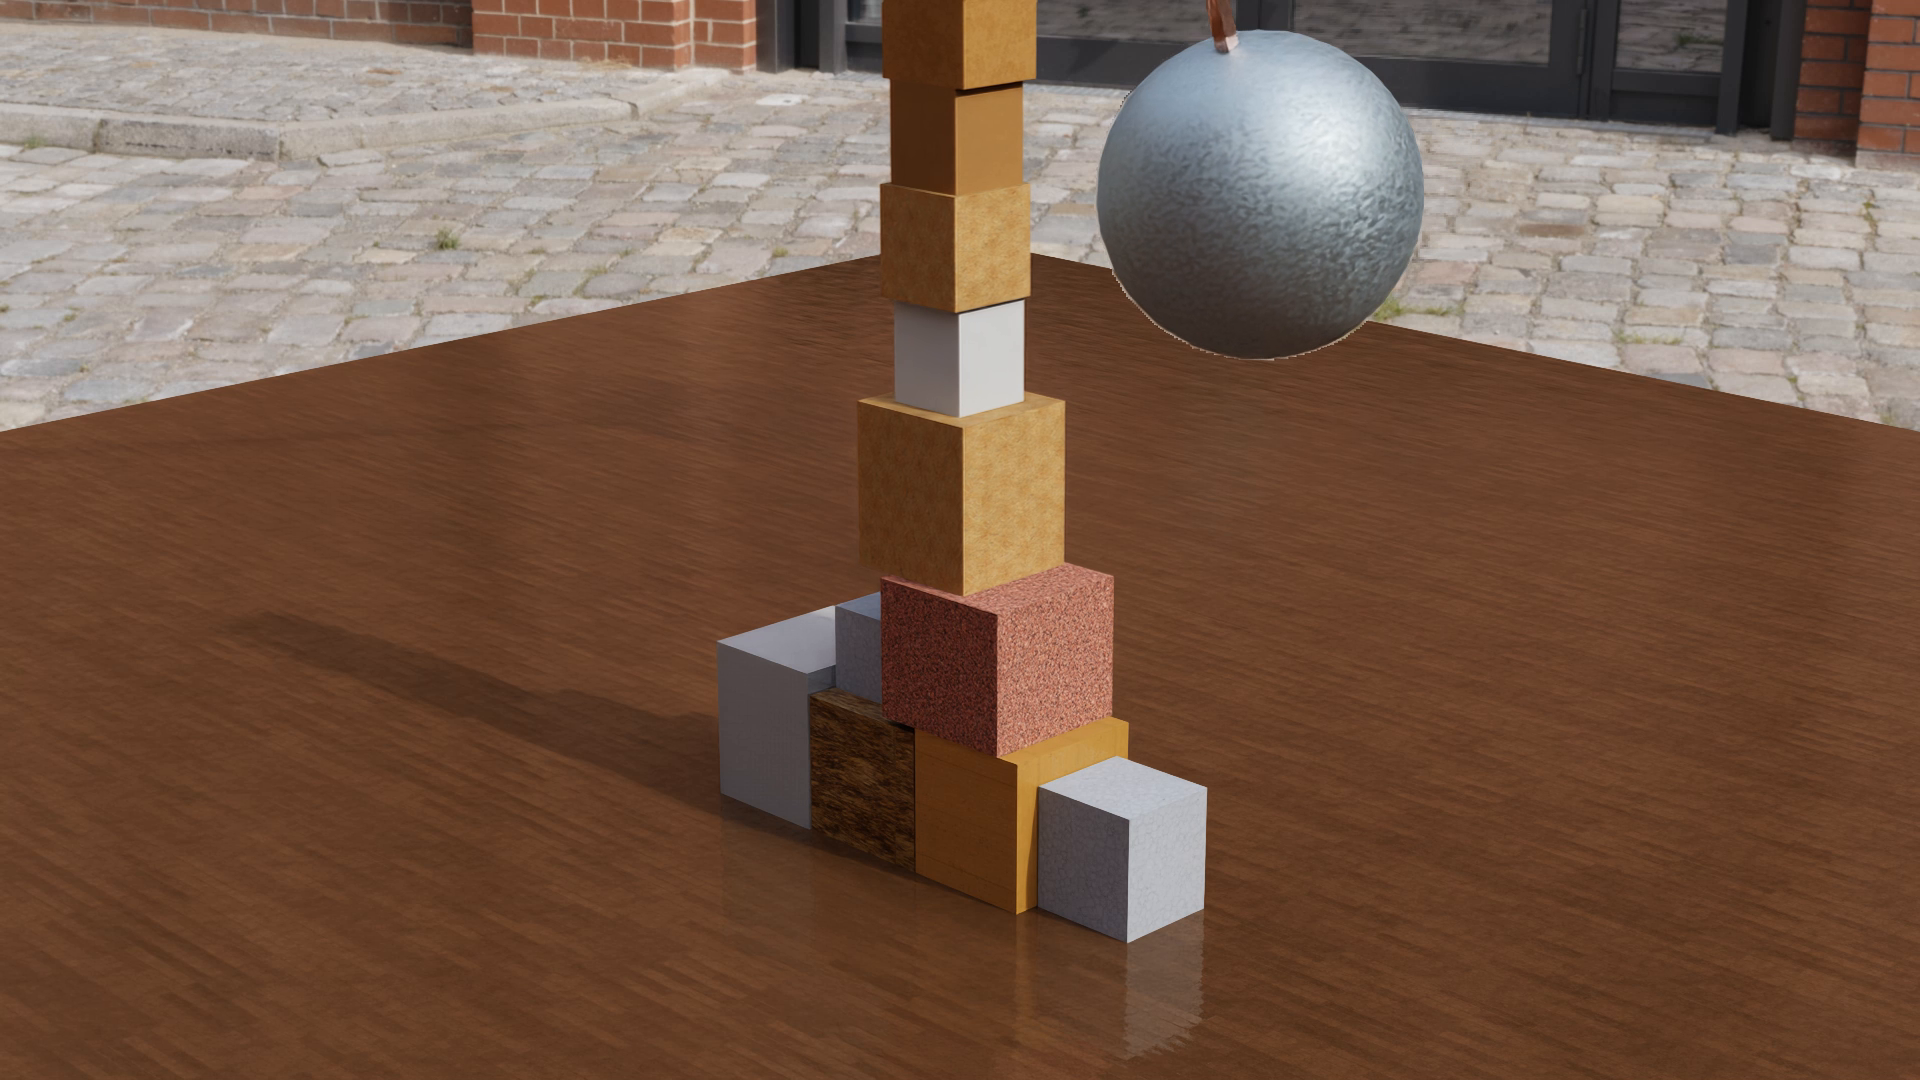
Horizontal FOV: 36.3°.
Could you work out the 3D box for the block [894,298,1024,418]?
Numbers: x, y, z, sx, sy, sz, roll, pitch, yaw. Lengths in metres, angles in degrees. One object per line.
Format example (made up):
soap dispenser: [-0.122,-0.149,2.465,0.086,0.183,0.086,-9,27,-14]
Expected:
block: [-0.005,-0.854,13.083,0.408,0.484,0.409,-17,24,-42]

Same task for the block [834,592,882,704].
block: [-0.251,0.504,13.789,0.461,0.410,0.485,-17,24,-42]

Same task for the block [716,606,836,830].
block: [-0.677,0.853,14.315,0.761,0.789,0.647,-17,24,-42]

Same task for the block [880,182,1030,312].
block: [-0.021,-1.321,12.924,0.470,0.503,0.465,-17,24,-42]

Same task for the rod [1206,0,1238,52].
rod: [0.636,-4.481,12.600,0.080,5.200,0.080,17,44,42]

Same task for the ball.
ball: [1.467,-1.687,14.349,1.600,1.600,1.600,0,17,0]

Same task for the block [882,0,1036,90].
block: [-0.005,-2.228,12.664,0.446,0.465,0.497,-17,24,-42]

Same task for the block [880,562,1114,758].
block: [0.168,0.484,13.306,0.753,0.665,0.735,-17,24,-42]

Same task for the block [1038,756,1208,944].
block: [0.719,1.367,13.028,0.513,0.580,0.537,-17,24,-42]

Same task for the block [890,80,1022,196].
block: [-0.015,-1.783,12.789,0.418,0.458,0.400,-17,24,-42]

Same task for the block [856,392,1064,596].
block: [0.005,-0.257,13.276,0.651,0.770,0.671,-17,24,-42]

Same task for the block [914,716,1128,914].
block: [0.281,1.179,13.400,0.727,0.715,0.644,-17,24,-42]

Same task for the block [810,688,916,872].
block: [-0.196,1.050,13.869,0.739,0.679,0.698,-17,24,-42]
